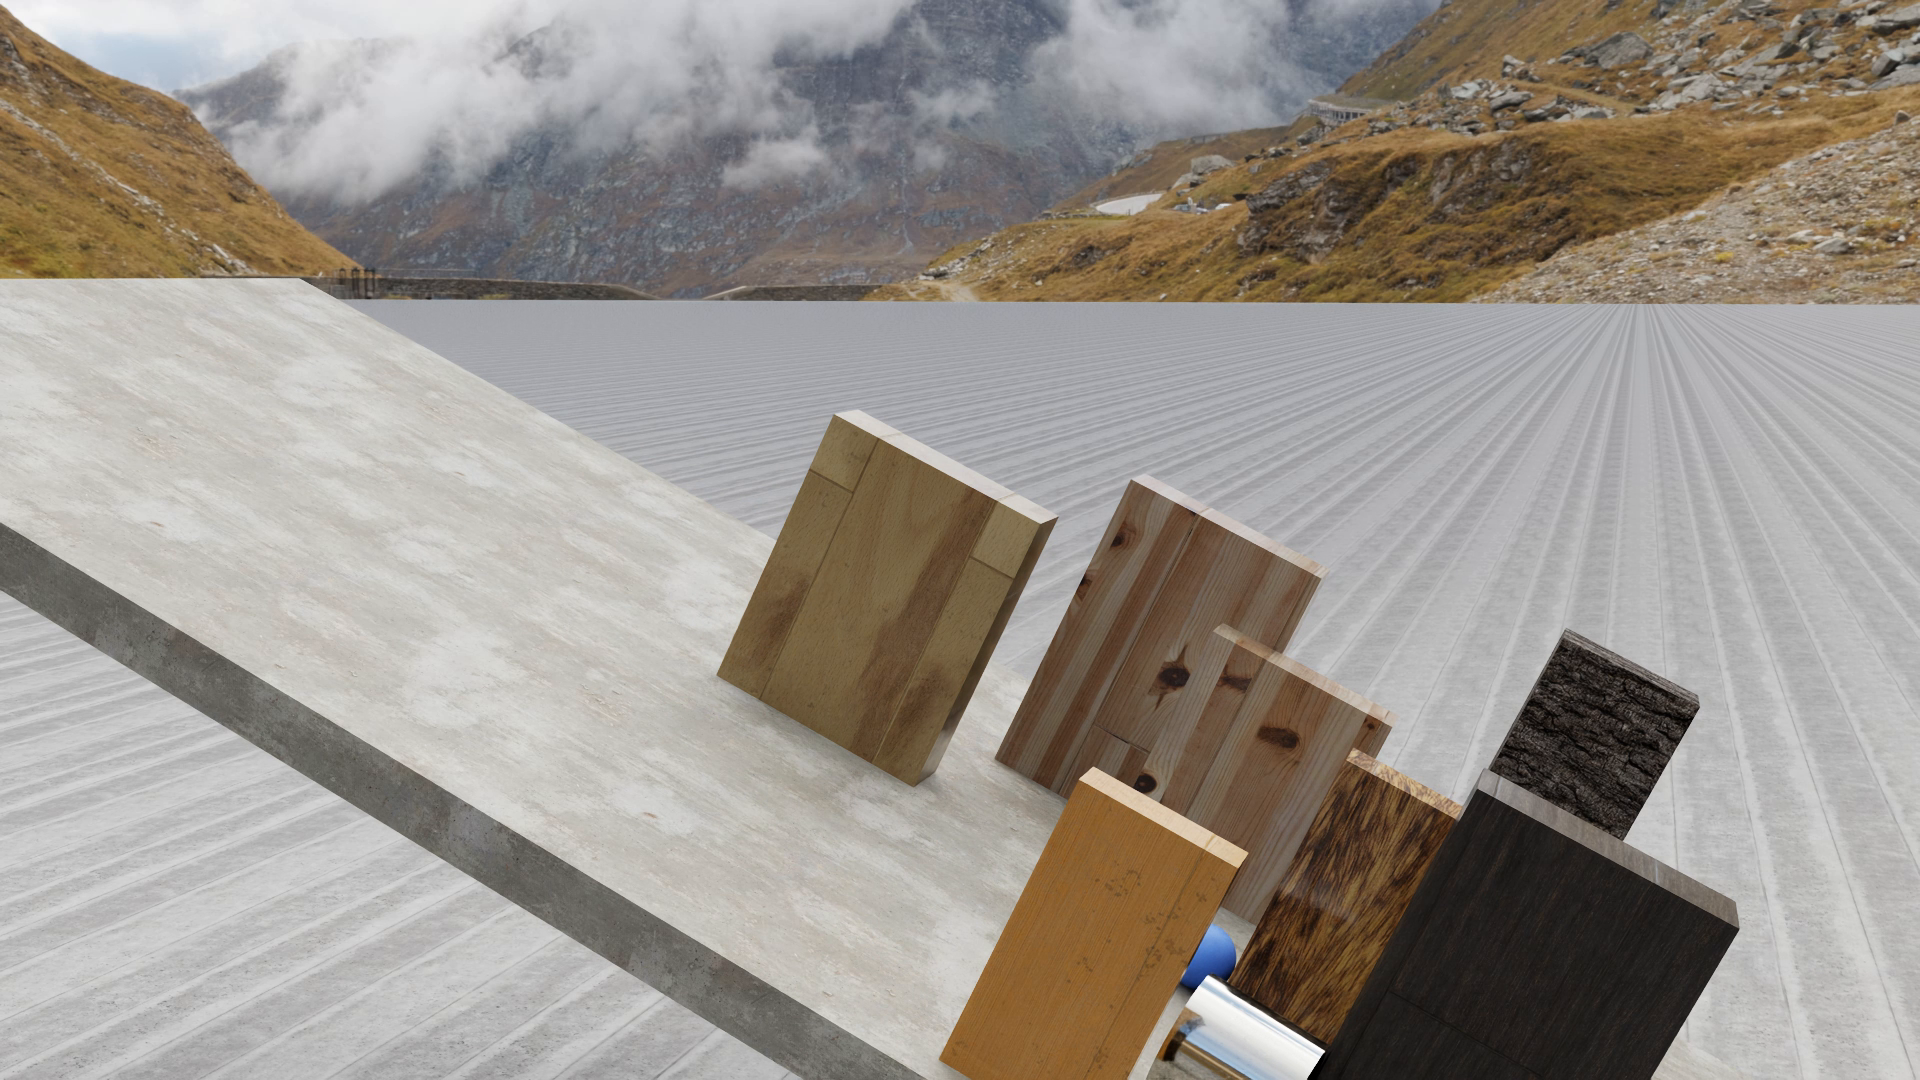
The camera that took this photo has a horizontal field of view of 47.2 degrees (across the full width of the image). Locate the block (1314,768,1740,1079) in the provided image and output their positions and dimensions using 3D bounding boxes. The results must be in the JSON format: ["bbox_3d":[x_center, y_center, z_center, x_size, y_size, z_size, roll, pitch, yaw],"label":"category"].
[{"bbox_3d":[0.808,0.734,3.283,0.406,0.657,0.143,28,14,12],"label":"block"}]

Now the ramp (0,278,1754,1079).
[{"bbox_3d":[-0.253,0.428,4.164,4.000,0.100,2.000,28,14,12],"label":"ramp"}]

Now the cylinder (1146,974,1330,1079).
[{"bbox_3d":[0.418,0.797,3.324,0.204,0.204,0.204,30,17,17],"label":"cylinder"}]

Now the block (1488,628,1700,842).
[{"bbox_3d":[1.254,0.564,4.652,0.302,0.685,0.135,28,14,12],"label":"block"}]

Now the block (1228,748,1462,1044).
[{"bbox_3d":[0.730,0.677,3.685,0.427,0.504,0.100,28,14,12],"label":"block"}]

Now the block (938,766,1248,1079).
[{"bbox_3d":[0.186,0.591,3.113,0.248,0.471,0.084,28,14,12],"label":"block"}]

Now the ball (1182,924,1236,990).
[{"bbox_3d":[0.419,0.720,3.800,0.117,0.117,0.117,0,7,0],"label":"ball"}]

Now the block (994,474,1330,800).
[{"bbox_3d":[0.401,0.251,4.406,0.418,0.641,0.131,28,14,12],"label":"block"}]

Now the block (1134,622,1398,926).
[{"bbox_3d":[0.563,0.463,4.258,0.380,0.473,0.112,28,14,12],"label":"block"}]

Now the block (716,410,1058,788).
[{"bbox_3d":[-0.141,0.107,4.158,0.441,0.560,0.135,28,14,12],"label":"block"}]
